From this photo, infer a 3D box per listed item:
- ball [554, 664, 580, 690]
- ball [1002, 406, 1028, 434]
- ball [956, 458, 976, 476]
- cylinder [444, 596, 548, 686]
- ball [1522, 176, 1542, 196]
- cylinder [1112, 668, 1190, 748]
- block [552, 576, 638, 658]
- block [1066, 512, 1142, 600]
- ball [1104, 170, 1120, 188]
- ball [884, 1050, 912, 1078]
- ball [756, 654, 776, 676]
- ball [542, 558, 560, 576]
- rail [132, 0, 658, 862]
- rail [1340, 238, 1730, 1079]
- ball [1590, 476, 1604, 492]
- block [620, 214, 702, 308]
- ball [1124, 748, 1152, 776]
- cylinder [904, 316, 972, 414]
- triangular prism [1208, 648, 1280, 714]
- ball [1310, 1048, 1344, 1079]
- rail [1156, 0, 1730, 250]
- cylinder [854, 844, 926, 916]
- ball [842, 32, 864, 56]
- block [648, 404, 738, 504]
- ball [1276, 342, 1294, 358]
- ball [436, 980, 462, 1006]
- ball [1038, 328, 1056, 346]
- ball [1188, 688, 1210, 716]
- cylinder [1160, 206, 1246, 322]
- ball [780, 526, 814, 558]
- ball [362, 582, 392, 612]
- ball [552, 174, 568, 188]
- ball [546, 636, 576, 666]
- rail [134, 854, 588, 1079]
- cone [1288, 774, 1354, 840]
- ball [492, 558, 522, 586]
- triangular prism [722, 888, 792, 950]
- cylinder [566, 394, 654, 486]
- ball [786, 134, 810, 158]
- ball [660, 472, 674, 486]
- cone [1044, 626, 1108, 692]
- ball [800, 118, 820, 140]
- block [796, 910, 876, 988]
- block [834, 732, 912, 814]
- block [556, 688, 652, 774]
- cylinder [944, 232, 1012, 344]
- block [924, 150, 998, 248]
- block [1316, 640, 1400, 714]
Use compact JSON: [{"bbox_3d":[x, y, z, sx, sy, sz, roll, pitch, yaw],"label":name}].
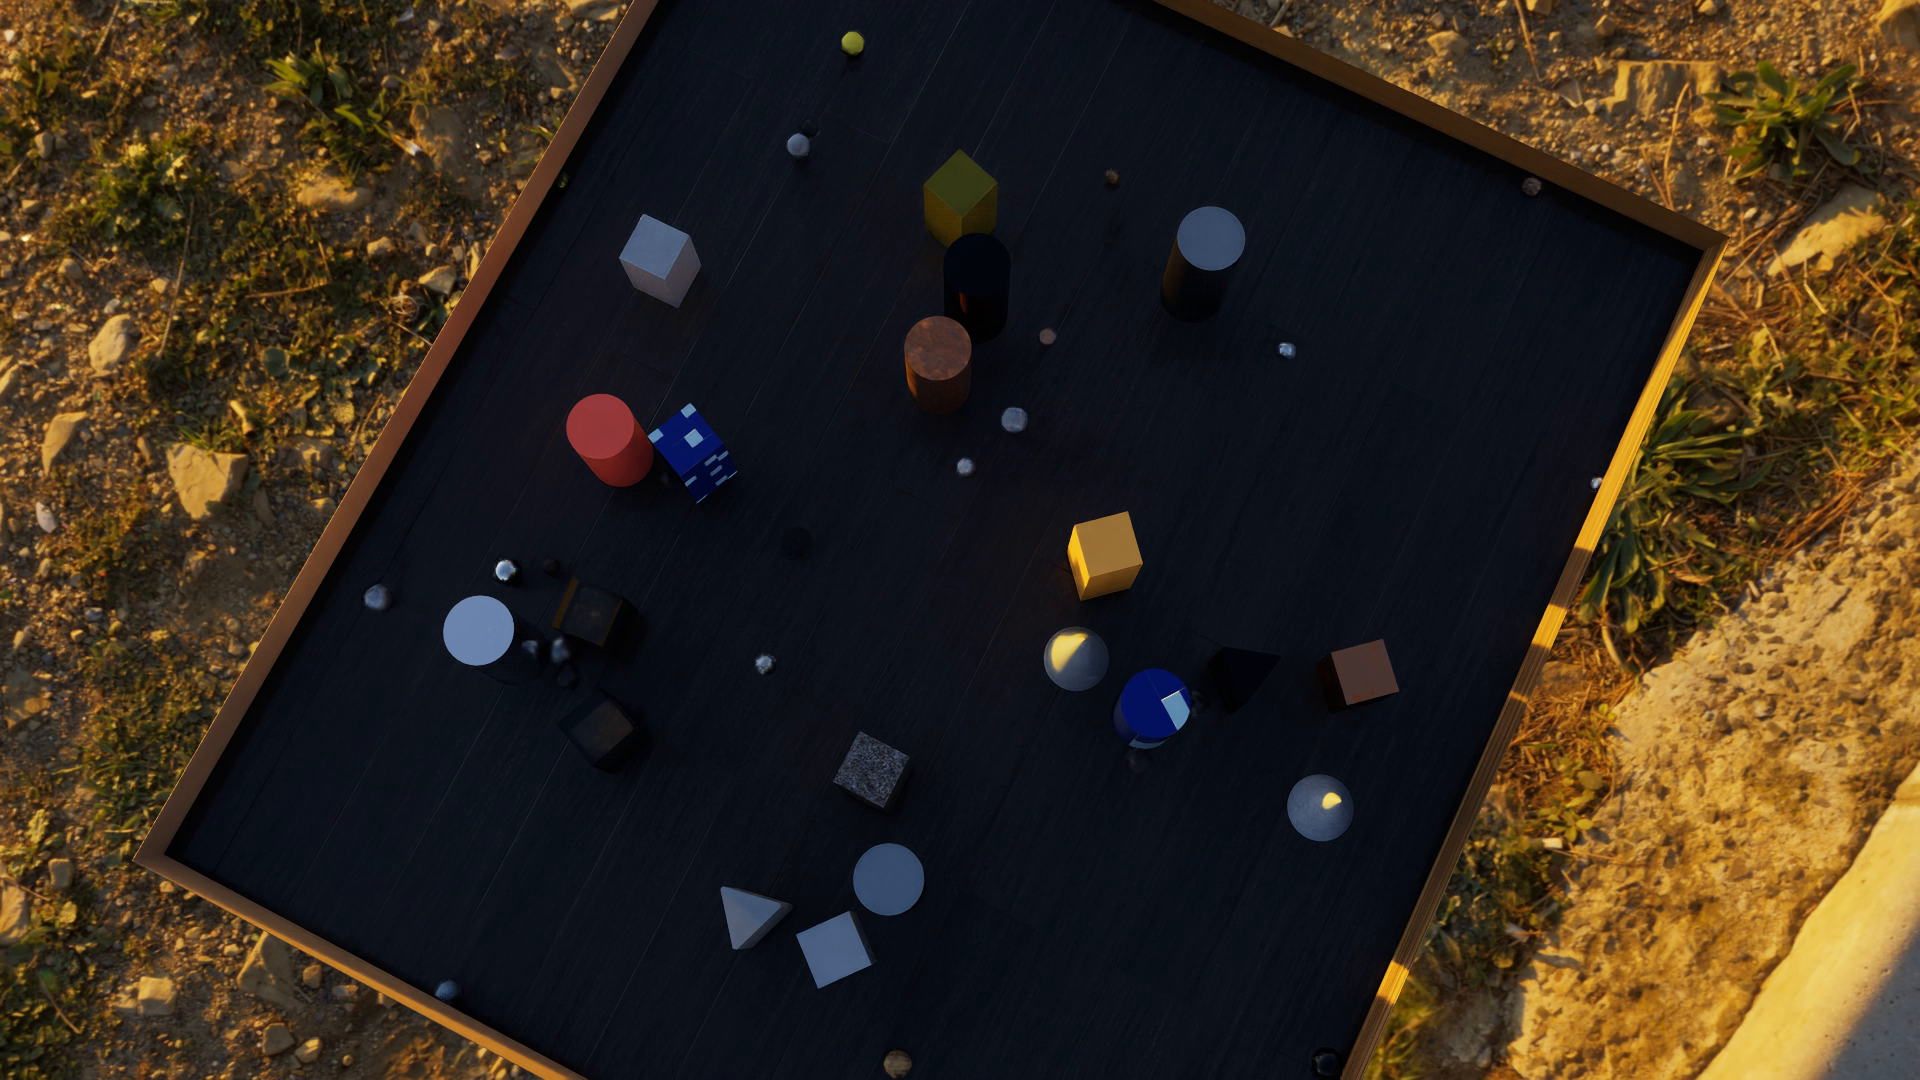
[{"bbox_3d":[-1.176,0.412,5.492,0.078,0.078,0.078,0,78,0],"label":"ball"},{"bbox_3d":[0.169,-0.370,5.652,0.081,0.081,0.081,0,78,0],"label":"ball"},{"bbox_3d":[0.020,-0.225,5.632,0.061,0.061,0.061,0,78,0],"label":"ball"},{"bbox_3d":[-1.340,0.298,5.322,0.197,0.455,0.197,0,78,0],"label":"cylinder"},{"bbox_3d":[1.817,-1.124,5.819,0.059,0.059,0.059,0,78,0],"label":"ball"},{"bbox_3d":[0.552,0.495,5.341,0.197,0.338,0.197,0,78,0],"label":"cylinder"},{"bbox_3d":[-1.082,0.231,5.438,0.158,0.256,0.158,21,79,4],"label":"block"},{"bbox_3d":[0.423,0.052,5.406,0.158,0.392,0.158,-14,79,-3],"label":"block"},{"bbox_3d":[0.485,-1.148,5.828,0.052,0.052,0.052,0,78,0],"label":"ball"},{"bbox_3d":[-0.179,1.505,5.265,0.079,0.079,0.079,0,78,0],"label":"ball"},{"bbox_3d":[-0.583,0.375,5.506,0.065,0.065,0.065,0,78,0],"label":"ball"},{"bbox_3d":[-1.242,0.081,5.574,0.051,0.051,0.051,0,78,0],"label":"ball"},{"bbox_3d":[-1.512,-0.734,5.702,0.045,0.128,3.843,26,80,5],"label":"rail"},{"bbox_3d":[1.512,0.747,5.395,0.045,0.128,3.843,26,80,5],"label":"rail"},{"bbox_3d":[1.960,-0.173,5.629,0.046,0.046,0.046,0,78,0],"label":"ball"},{"bbox_3d":[-0.923,-0.859,5.660,0.158,0.263,0.158,26,79,5],"label":"block"},{"bbox_3d":[0.529,0.659,5.438,0.082,0.082,0.082,0,78,0],"label":"ball"},{"bbox_3d":[-0.065,-0.524,5.538,0.197,0.367,0.197,0,78,0],"label":"cylinder"},{"bbox_3d":[0.807,0.384,5.386,0.148,0.296,0.171,38,81,7],"label":"triangular prism"},{"bbox_3d":[1.053,1.504,5.258,0.093,0.093,0.093,0,78,0],"label":"ball"},{"bbox_3d":[0.849,-1.655,5.893,3.428,0.128,0.045,26,80,5],"label":"rail"},{"bbox_3d":[-0.198,0.974,5.242,0.197,0.339,0.197,0,78,0],"label":"cylinder"},{"bbox_3d":[-0.346,-1.601,5.910,0.074,0.074,0.074,0,78,0],"label":"ball"},{"bbox_3d":[-0.798,-0.256,5.494,0.158,0.343,0.158,-39,81,-7],"label":"block"},{"bbox_3d":[1.012,-0.590,5.712,0.052,0.052,0.052,0,78,0],"label":"ball"},{"bbox_3d":[-1.481,1.313,5.309,0.071,0.071,0.071,0,78,0],"label":"ball"},{"bbox_3d":[0.272,-0.634,5.721,0.052,0.052,0.052,0,78,0],"label":"ball"},{"bbox_3d":[0.706,0.485,5.475,0.080,0.080,0.080,0,78,0],"label":"ball"},{"bbox_3d":[0.729,-0.827,5.545,0.197,0.475,0.197,0,78,0],"label":"cylinder"},{"bbox_3d":[-0.494,0.007,5.565,0.099,0.099,0.099,0,78,0],"label":"ball"},{"bbox_3d":[-1.760,0.173,5.536,0.088,0.088,0.088,0,78,0],"label":"ball"},{"bbox_3d":[-1.272,-1.142,5.829,0.047,0.047,0.047,0,78,0],"label":"ball"},{"bbox_3d":[-1.198,0.332,5.504,0.086,0.086,0.086,0,78,0],"label":"ball"},{"bbox_3d":[-0.849,1.669,5.205,3.428,0.128,0.045,26,80,5],"label":"rail"},{"bbox_3d":[1.073,0.765,5.303,0.197,0.304,0.197,0,78,0],"label":"cone"},{"bbox_3d":[-1.372,0.095,5.553,0.086,0.086,0.086,0,78,0],"label":"ball"},{"bbox_3d":[-0.603,1.044,5.203,0.171,0.386,0.148,-43,81,-8],"label":"triangular prism"},{"bbox_3d":[-1.046,-0.295,5.500,0.197,0.348,0.197,0,78,0],"label":"cylinder"},{"bbox_3d":[-0.514,-1.256,5.838,0.075,0.075,0.075,0,78,0],"label":"ball"},{"bbox_3d":[-0.900,-0.187,5.633,0.043,0.043,0.043,0,78,0],"label":"ball"},{"bbox_3d":[0.352,0.319,5.351,0.197,0.391,0.197,0,78,0],"label":"cone"},{"bbox_3d":[-0.480,-1.314,5.855,0.065,0.065,0.065,0,78,0],"label":"ball"},{"bbox_3d":[-0.347,1.159,5.197,0.158,0.352,0.158,-23,79,-5],"label":"block"},{"bbox_3d":[-0.246,0.676,5.280,0.158,0.386,0.158,27,80,5],"label":"block"},{"bbox_3d":[-1.032,0.560,5.341,0.158,0.313,0.158,-41,81,-8],"label":"block"},{"bbox_3d":[0.050,-0.756,5.546,0.197,0.445,0.197,0,78,0],"label":"cylinder"},{"bbox_3d":[0.002,-1.028,5.646,0.158,0.359,0.158,43,81,8],"label":"block"},{"bbox_3d":[1.169,0.405,5.408,0.158,0.243,0.158,-15,79,-3],"label":"block"}]
